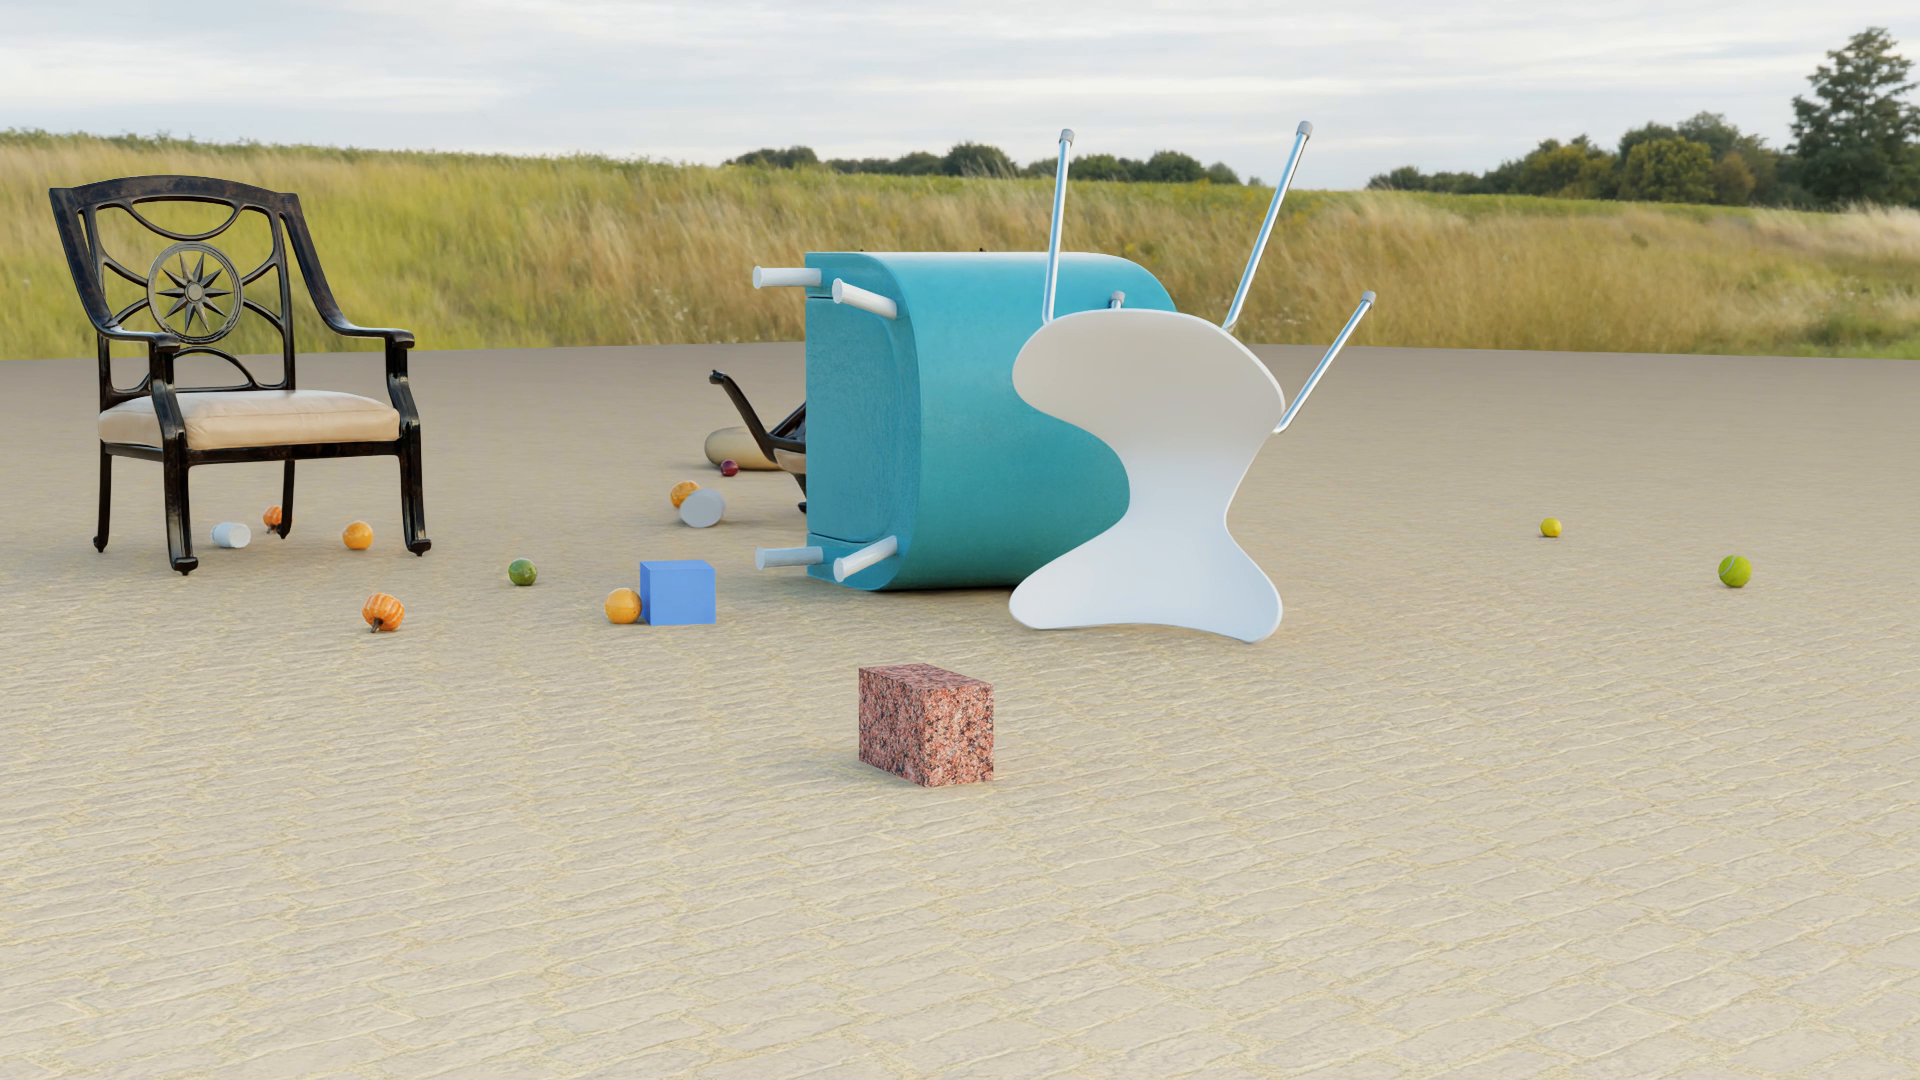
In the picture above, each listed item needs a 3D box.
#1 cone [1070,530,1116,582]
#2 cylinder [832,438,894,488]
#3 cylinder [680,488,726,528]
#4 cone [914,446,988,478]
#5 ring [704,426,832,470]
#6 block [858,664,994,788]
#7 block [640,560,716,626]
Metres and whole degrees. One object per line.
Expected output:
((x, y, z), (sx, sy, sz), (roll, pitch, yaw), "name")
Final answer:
((0.292, 0.059, 5.610), (0.100, 0.095, 0.164), (28, 25, -12), "cone")
((-0.299, -0.238, 7.973), (0.175, 0.155, 0.150), (-1, -2, -9), "cylinder")
((-0.684, -0.086, 6.834), (0.109, 0.085, 0.219), (5, 6, -3), "cylinder")
((-0.041, -0.228, 8.367), (0.241, 0.106, 0.151), (-12, 3, 13), "cone")
((-0.662, -0.317, 8.869), (0.443, 0.129, 0.514), (0, 7, -11), "ring")
((-0.047, 0.244, 3.420), (0.099, 0.127, 0.209), (-3, 7, -26), "block")
((-0.543, 0.100, 4.927), (0.123, 0.105, 0.157), (-1, 6, -14), "block")
